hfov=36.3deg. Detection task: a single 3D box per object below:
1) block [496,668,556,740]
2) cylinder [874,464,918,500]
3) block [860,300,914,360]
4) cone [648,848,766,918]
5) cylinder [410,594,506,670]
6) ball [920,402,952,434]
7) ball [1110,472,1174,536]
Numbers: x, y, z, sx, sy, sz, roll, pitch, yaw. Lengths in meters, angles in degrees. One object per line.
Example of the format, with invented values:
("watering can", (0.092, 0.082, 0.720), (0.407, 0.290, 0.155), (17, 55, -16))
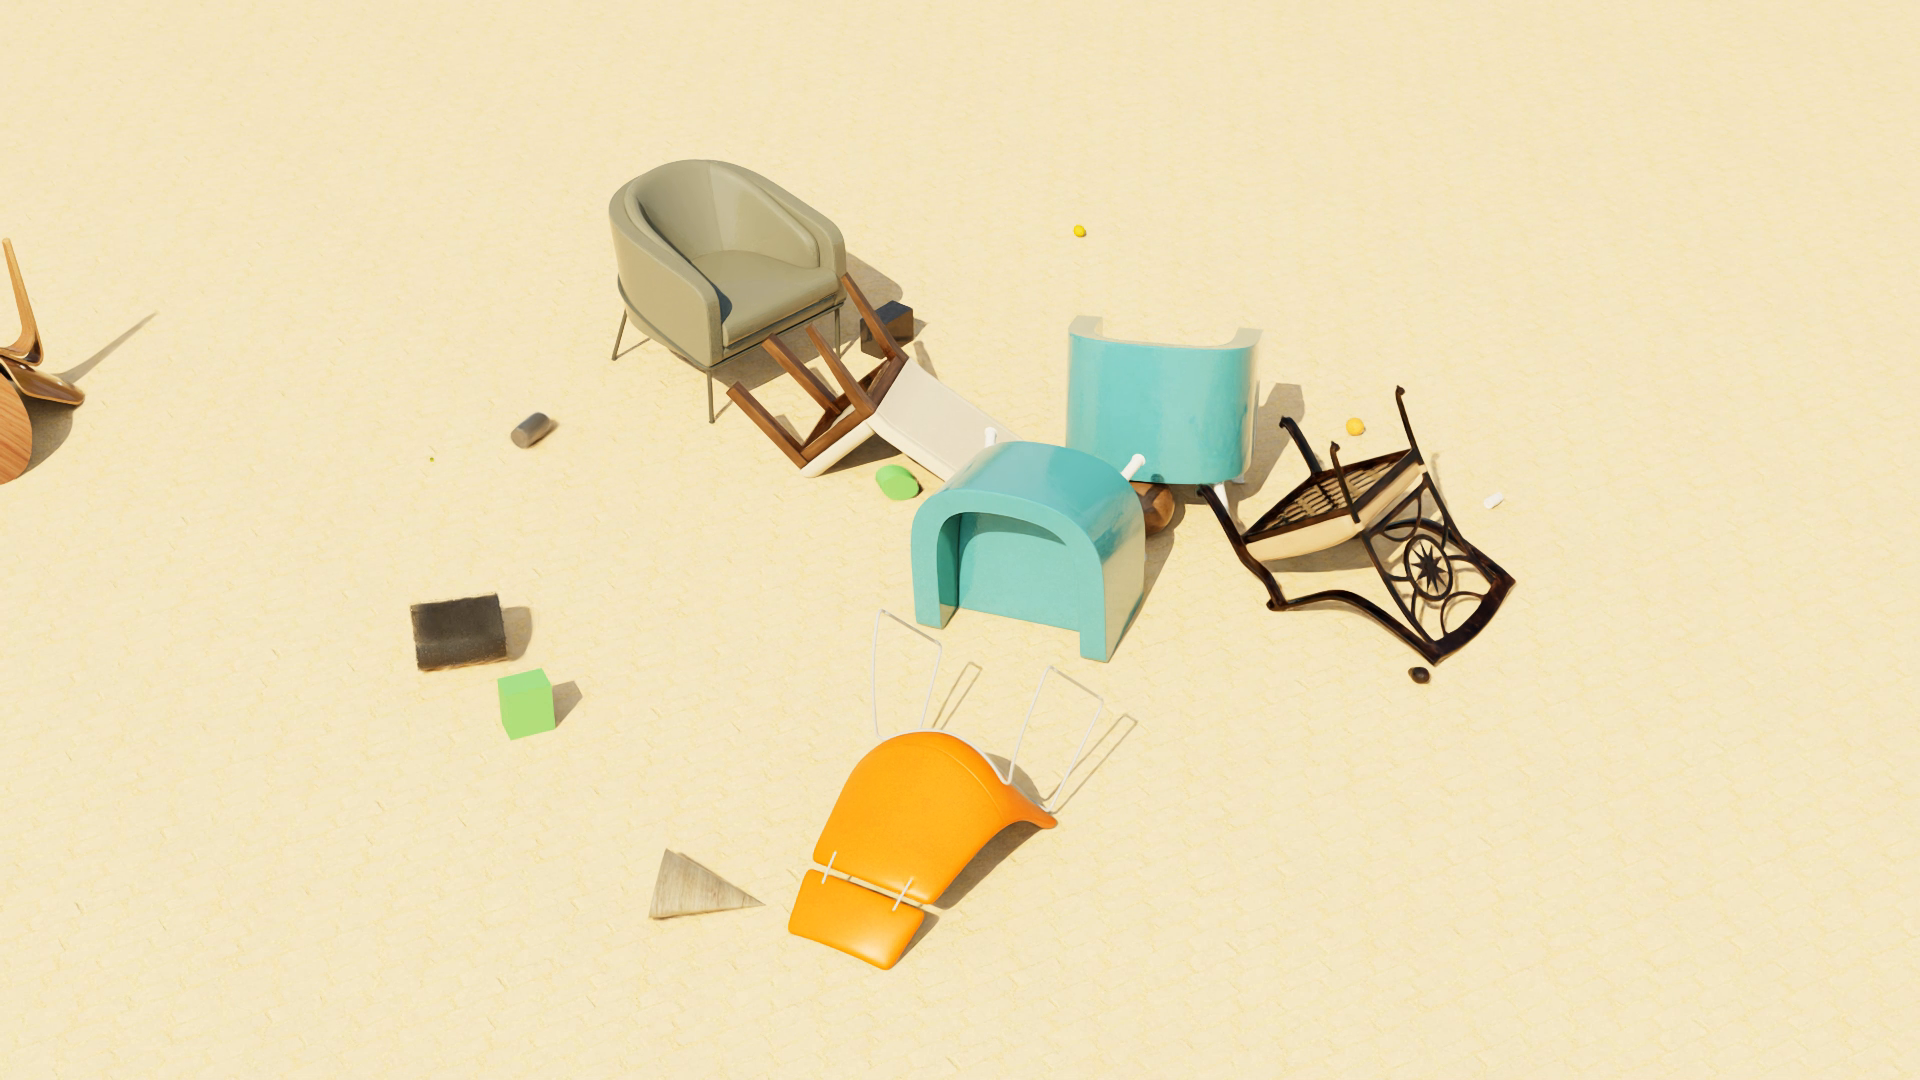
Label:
("block", (-1.469, 0.556, 9.930), (0.158, 0.188, 0.106), (-14, 36, -20))
("cylinder", (-0.242, -0.219, 11.170), (0.154, 0.106, 0.084), (13, 25, -30))
("block", (-0.302, -0.869, 12.124), (0.111, 0.153, 0.209), (24, 40, 31))
("cone", (-0.777, 1.111, 9.200), (0.351, 0.131, 0.315), (12, 32, -2))
("cylinder", (-1.761, 0.322, 10.282), (0.308, 0.191, 0.289), (-7, 36, -11))
("ball", (-0.094, -0.481, 11.559), (0.127, 0.127, 0.127), (0, 33, 0))
("ball", (0.680, -0.132, 10.927), (0.240, 0.240, 0.240), (0, 33, 0))
